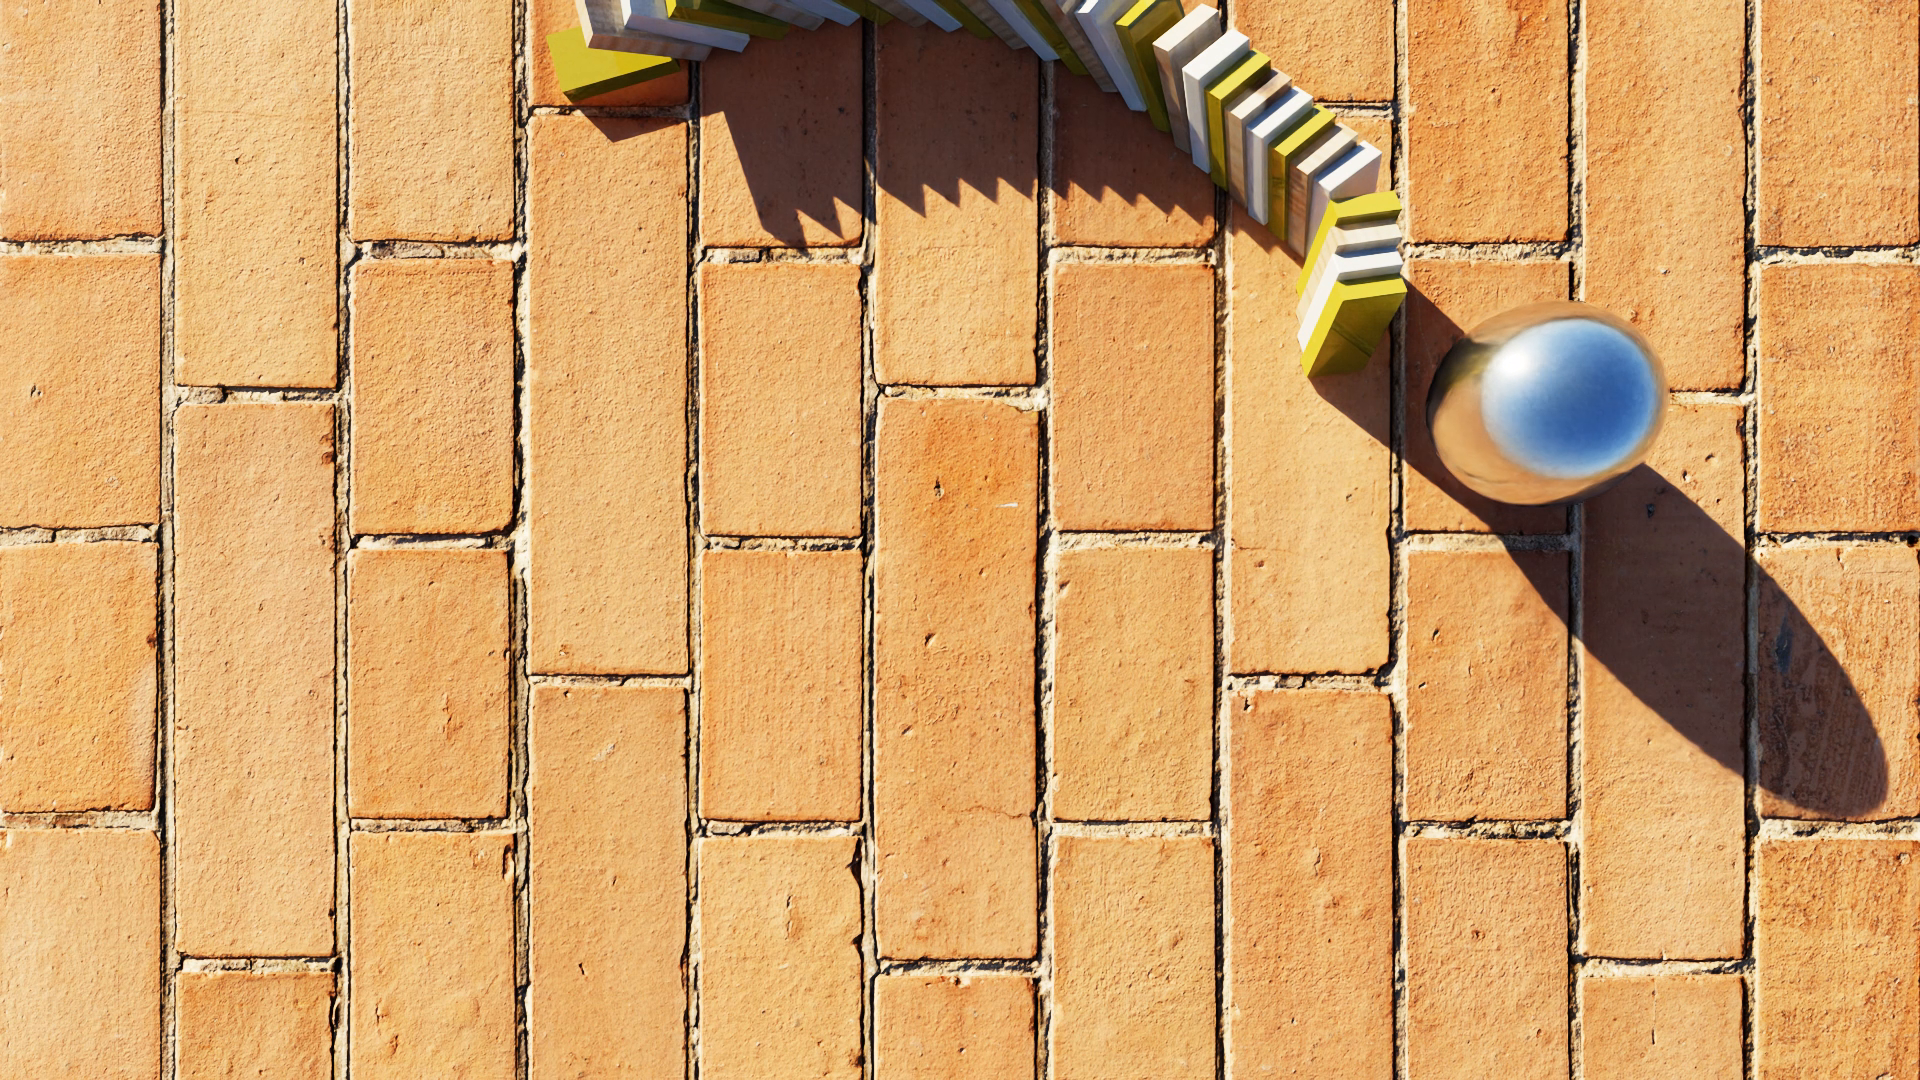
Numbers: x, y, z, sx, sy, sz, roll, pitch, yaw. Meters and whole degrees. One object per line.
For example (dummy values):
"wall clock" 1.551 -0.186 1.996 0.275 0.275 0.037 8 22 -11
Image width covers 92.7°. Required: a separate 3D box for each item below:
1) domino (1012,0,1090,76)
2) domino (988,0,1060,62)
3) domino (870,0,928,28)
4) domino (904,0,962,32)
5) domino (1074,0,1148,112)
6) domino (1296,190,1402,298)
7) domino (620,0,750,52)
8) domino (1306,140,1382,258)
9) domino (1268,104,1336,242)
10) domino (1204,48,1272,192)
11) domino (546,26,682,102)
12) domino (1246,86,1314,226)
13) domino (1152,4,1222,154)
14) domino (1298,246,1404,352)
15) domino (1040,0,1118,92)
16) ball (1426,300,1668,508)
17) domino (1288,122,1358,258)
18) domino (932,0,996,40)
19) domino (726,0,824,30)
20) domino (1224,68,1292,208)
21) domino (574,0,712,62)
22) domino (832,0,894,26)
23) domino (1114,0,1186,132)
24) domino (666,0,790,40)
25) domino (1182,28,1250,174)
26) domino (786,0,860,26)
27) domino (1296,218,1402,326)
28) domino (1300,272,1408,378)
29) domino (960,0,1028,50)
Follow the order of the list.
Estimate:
"domino" 0.042 -0.221 0.380 0.050 0.010 0.025 29 90 -41
"domino" 0.028 -0.227 0.380 0.050 0.010 0.025 25 90 -41
"domino" -0.033 -0.238 0.380 0.050 0.010 0.025 9 90 -40
"domino" -0.018 -0.237 0.380 0.050 0.010 0.025 13 90 -40
"domino" 0.070 -0.207 0.380 0.025 0.009 0.050 -51 132 0
"domino" 0.158 -0.119 0.376 0.025 0.050 0.010 -8 64 0
"domino" -0.115 -0.223 0.381 0.050 0.009 0.025 -7 87 -36
"domino" 0.156 -0.135 0.376 0.025 0.050 0.009 -36 61 -1
"domino" 0.139 -0.149 0.376 0.025 0.050 0.010 -39 61 0
"domino" 0.115 -0.171 0.376 0.025 0.050 0.009 -39 61 0
"domino" -0.149 -0.210 0.395 0.050 0.010 0.025 -16 90 0
"domino" 0.131 -0.156 0.376 0.025 0.050 0.010 -39 61 0
"domino" 0.097 -0.188 0.377 0.025 0.050 0.009 -39 54 0
"domino" 0.159 -0.097 0.376 0.025 0.050 0.009 -8 64 0
"domino" 0.057 -0.215 0.380 0.050 0.009 0.025 34 90 -41
"ball" 0.228 -0.053 0.360 0.080 0.080 0.080 0 90 0
"domino" 0.148 -0.142 0.376 0.025 0.050 0.009 -39 61 0
"domino" -0.002 -0.235 0.380 0.050 0.010 0.025 17 90 -40
"domino" -0.081 -0.233 0.380 0.050 0.009 0.025 -4 90 -39
"domino" 0.123 -0.163 0.376 0.025 0.050 0.010 -39 61 0
"domino" -0.131 -0.216 0.380 0.050 0.009 0.025 -14 89 -36
"domino" -0.049 -0.238 0.380 0.050 0.010 0.025 4 90 -40
"domino" 0.085 -0.199 0.379 0.025 0.009 0.050 -43 134 0
"domino" -0.098 -0.227 0.382 0.050 0.010 0.025 -10 90 -36
"domino" 0.106 -0.178 0.376 0.025 0.050 0.009 -39 61 0
"domino" -0.065 -0.237 0.381 0.050 0.010 0.025 0 90 -39
"domino" 0.158 -0.108 0.376 0.025 0.050 0.009 -8 64 0
"domino" 0.160 -0.087 0.376 0.025 0.050 0.009 -8 64 0
"domino" 0.013 -0.231 0.380 0.050 0.010 0.025 21 90 -40
